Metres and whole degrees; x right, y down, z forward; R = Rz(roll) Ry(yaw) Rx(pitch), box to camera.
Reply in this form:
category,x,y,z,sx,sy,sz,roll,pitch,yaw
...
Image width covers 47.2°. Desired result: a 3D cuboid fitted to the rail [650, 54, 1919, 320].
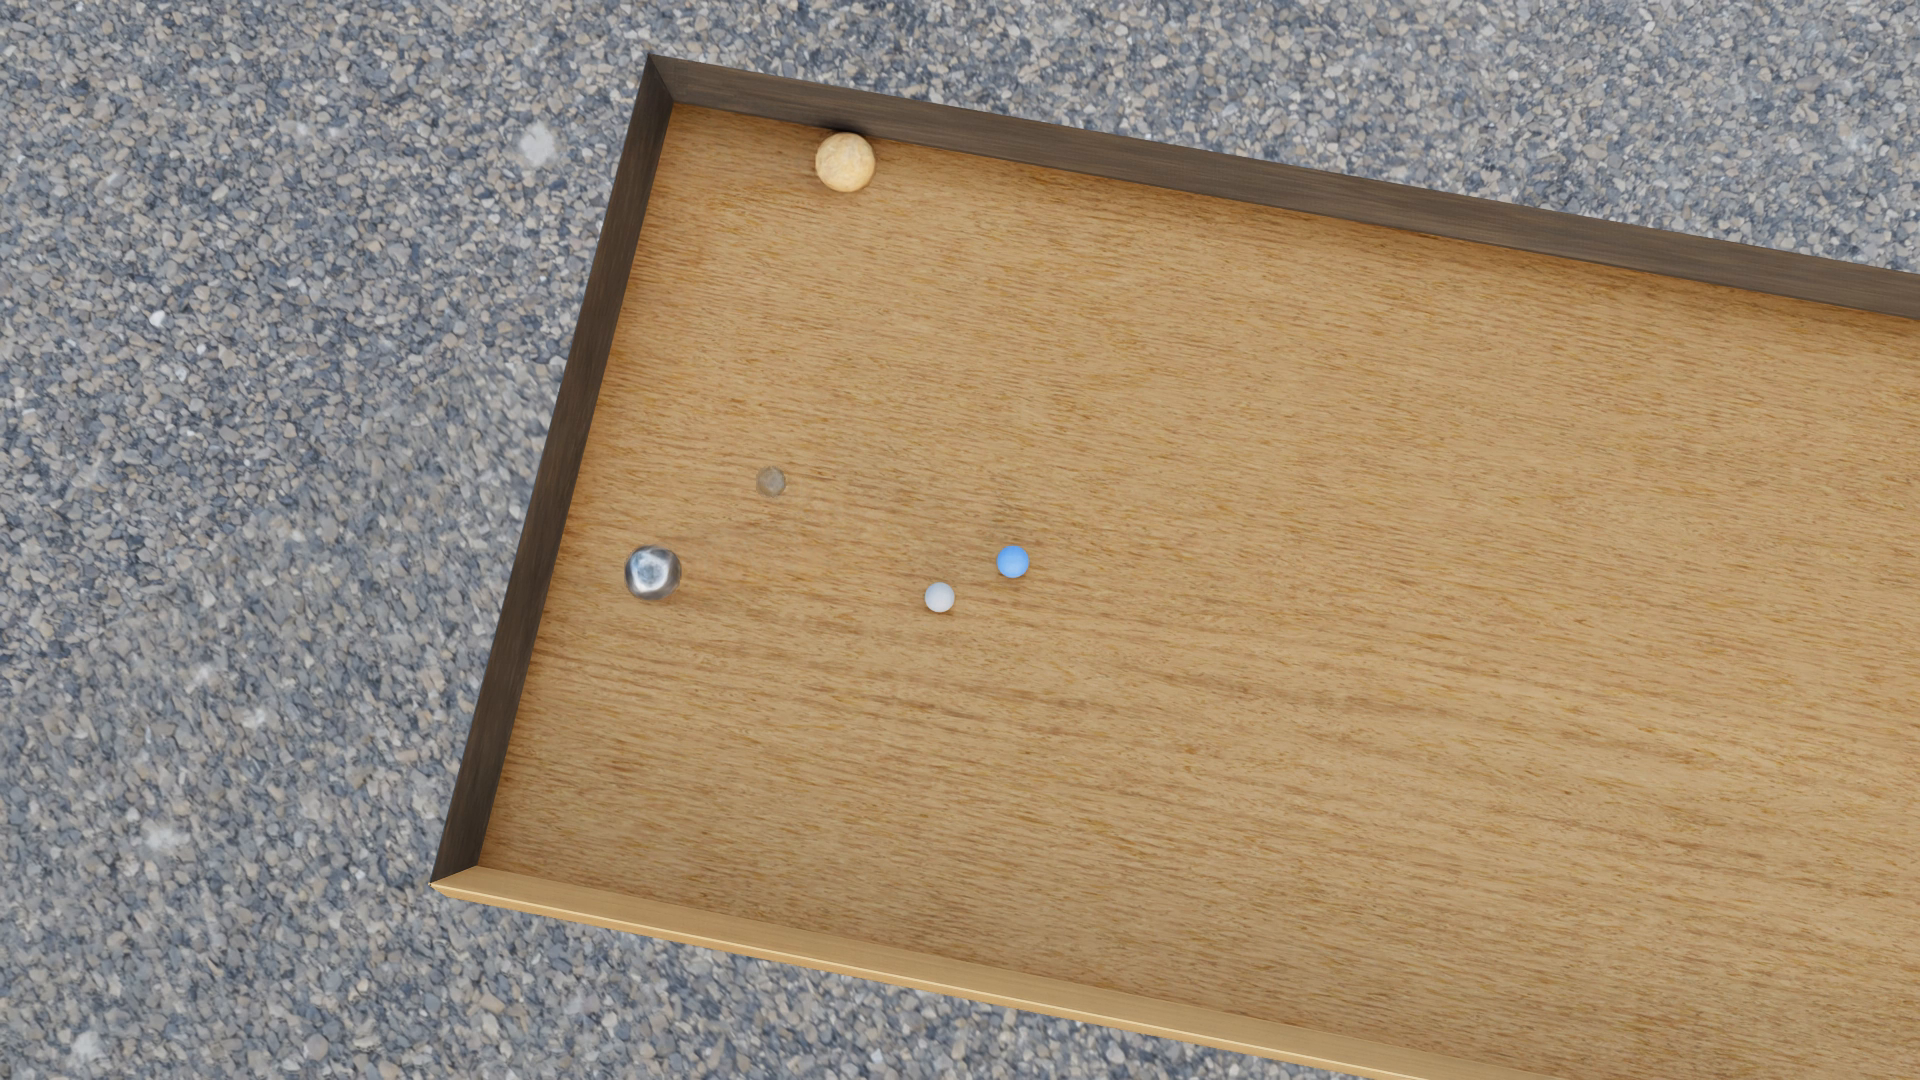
category,x,y,z,sx,sy,sz,roll,pitch,yaw
rail,0.754,-0.508,3.506,2.566,0.125,0.045,10,73,3

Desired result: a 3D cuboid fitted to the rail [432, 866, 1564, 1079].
category,x,y,z,sx,sy,sz,roll,pitch,yaw
rail,0.505,0.721,3.131,2.566,0.125,0.045,10,73,3

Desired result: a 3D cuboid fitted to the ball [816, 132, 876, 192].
category,x,y,z,sx,sy,sz,roll,pitch,yaw
ball,-0.185,-0.611,3.553,0.096,0.096,0.096,0,73,0

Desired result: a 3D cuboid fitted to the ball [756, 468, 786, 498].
category,x,y,z,sx,sy,sz,roll,pitch,yaw
ball,-0.293,-0.090,3.420,0.047,0.047,0.047,0,73,0

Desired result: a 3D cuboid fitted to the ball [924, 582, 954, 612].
category,x,y,z,sx,sy,sz,roll,pitch,yaw
ball,-0.031,0.088,3.366,0.046,0.046,0.046,0,73,0

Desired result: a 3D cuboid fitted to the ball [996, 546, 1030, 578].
category,x,y,z,sx,sy,sz,roll,pitch,yaw
ball,0.081,0.033,3.381,0.050,0.050,0.050,0,73,0

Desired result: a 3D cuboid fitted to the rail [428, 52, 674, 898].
category,x,y,z,sx,sy,sz,roll,pitch,yaw
rail,-0.607,-0.122,3.388,0.045,0.125,1.357,10,73,3

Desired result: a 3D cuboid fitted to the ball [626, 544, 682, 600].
category,x,y,z,sx,sy,sz,roll,pitch,yaw
ball,-0.468,0.050,3.358,0.086,0.086,0.086,0,73,0
